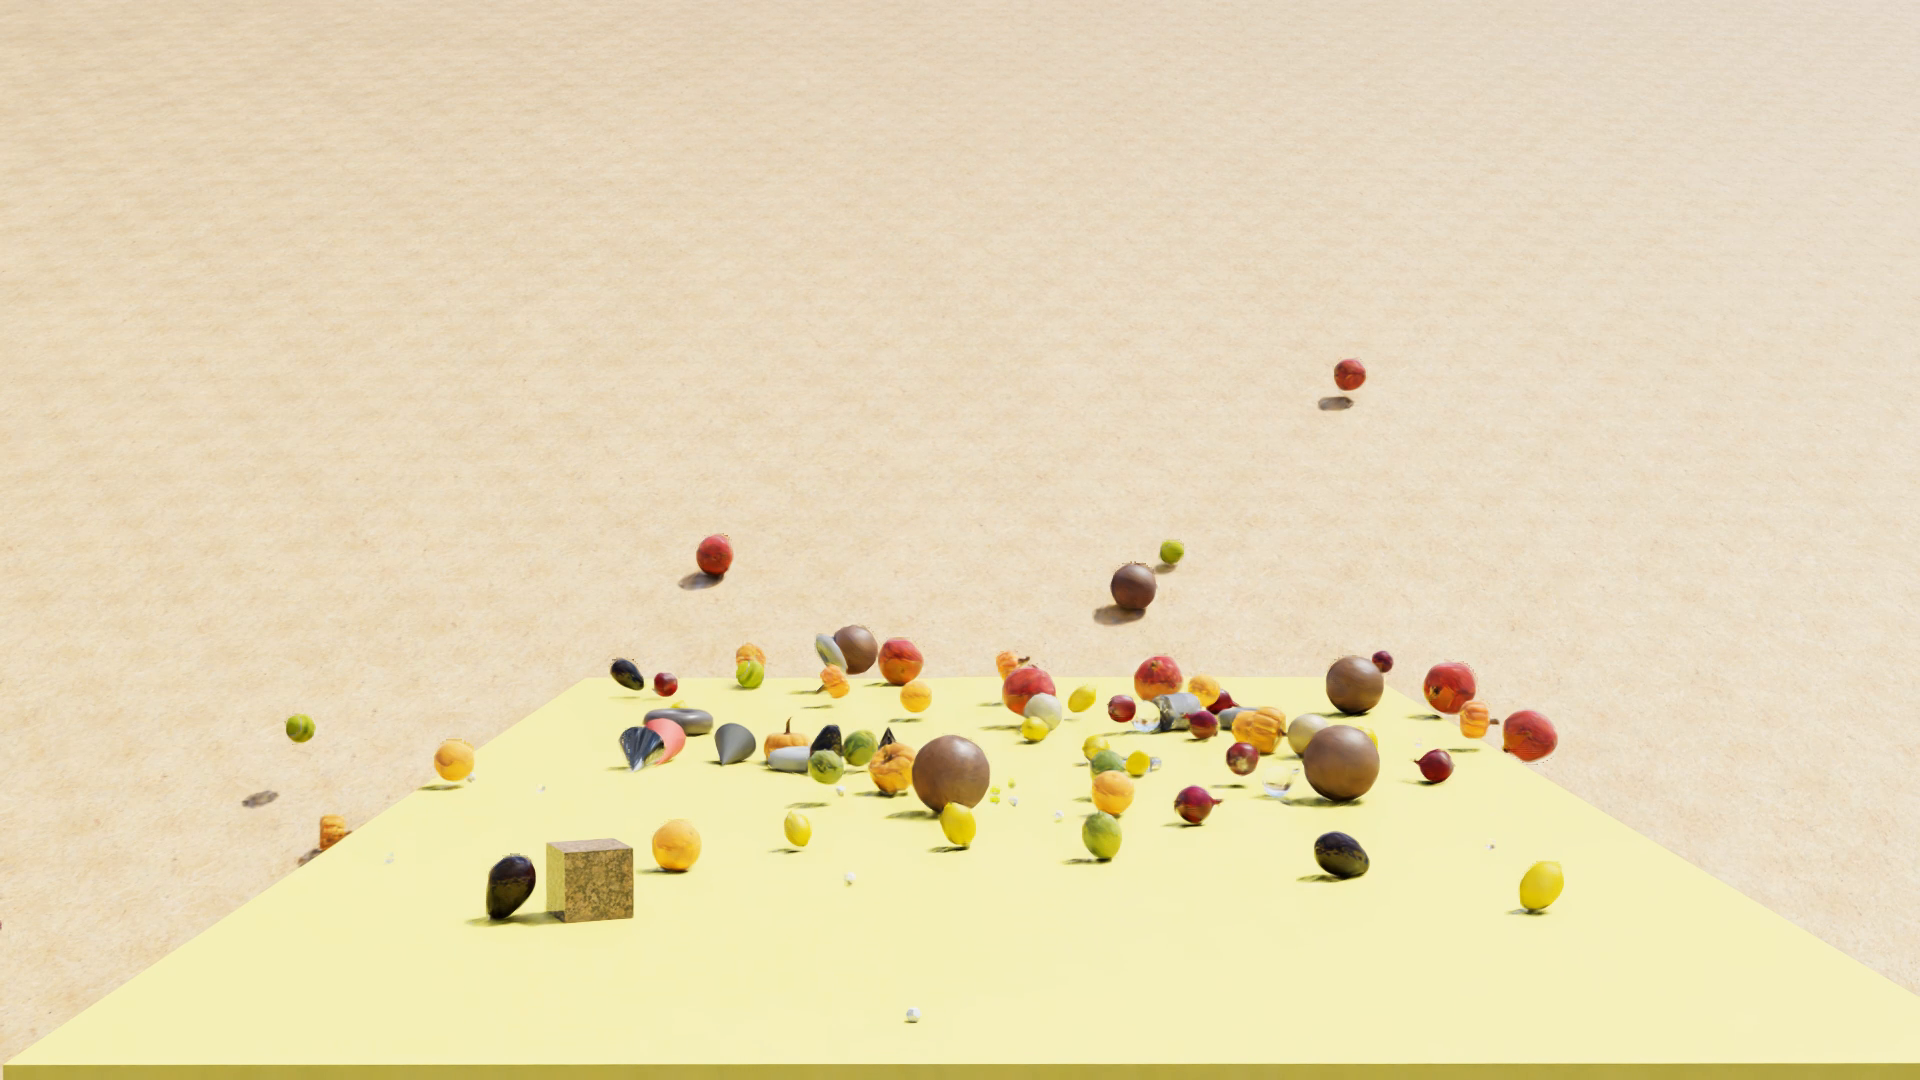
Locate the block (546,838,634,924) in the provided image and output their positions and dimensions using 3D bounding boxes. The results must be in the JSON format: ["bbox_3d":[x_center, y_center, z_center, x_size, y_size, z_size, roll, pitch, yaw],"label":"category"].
[{"bbox_3d":[-0.478,0.439,3.321,0.091,0.091,0.091,-1,3,-24],"label":"block"}]

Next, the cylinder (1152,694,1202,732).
[{"bbox_3d":[0.450,0.359,5.374,0.077,0.077,0.077,0,19,-37],"label":"cylinder"}]

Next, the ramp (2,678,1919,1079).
[{"bbox_3d":[0.053,0.483,4.539,2.000,0.100,4.000,0,2,0],"label":"ramp"}]

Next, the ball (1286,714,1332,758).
[{"bbox_3d":[0.668,0.374,4.925,0.084,0.084,0.084,0,23,0],"label":"ball"}]

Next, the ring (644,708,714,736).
[{"bbox_3d":[-0.581,0.377,5.319,0.148,0.049,0.148,1,2,0],"label":"ring"}]

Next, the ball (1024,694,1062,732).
[{"bbox_3d":[0.172,0.359,5.341,0.081,0.081,0.081,0,23,0],"label":"ball"}]

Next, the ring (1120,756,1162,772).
[{"bbox_3d":[0.333,0.411,4.734,0.078,0.026,0.078,1,-1,0],"label":"ring"}]

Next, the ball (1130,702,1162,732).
[{"bbox_3d":[0.385,0.367,5.342,0.065,0.065,0.065,0,23,0],"label":"ball"}]

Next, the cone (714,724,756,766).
[{"bbox_3d":[-0.435,0.402,4.841,0.083,0.083,0.083,5,30,12],"label":"cone"}]

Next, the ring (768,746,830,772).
[{"bbox_3d":[-0.297,0.405,4.759,0.115,0.038,0.115,-1,2,0],"label":"ring"}]

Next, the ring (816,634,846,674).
[{"bbox_3d":[-0.309,0.275,6.174,0.036,0.109,0.109,-32,33,-15],"label":"ring"}]

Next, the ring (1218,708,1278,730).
[{"bbox_3d":[0.603,0.376,5.405,0.126,0.042,0.126,0,1,0],"label":"ring"}]

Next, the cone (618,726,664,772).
[{"bbox_3d":[-0.596,0.405,4.750,0.088,0.088,0.088,2,29,5],"label":"cone"}]

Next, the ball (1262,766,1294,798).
[{"bbox_3d":[0.542,0.412,4.390,0.053,0.053,0.053,0,23,0],"label":"ball"}]

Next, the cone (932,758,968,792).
[{"bbox_3d":[-0.014,0.422,4.475,0.063,0.063,0.063,-3,46,-8],"label":"cone"}]

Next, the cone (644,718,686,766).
[{"bbox_3d":[-0.565,0.400,4.847,0.091,0.091,0.091,-1,29,-1],"label":"cone"}]

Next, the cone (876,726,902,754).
[{"bbox_3d":[-0.139,0.387,5.006,0.053,0.053,0.053,0,2,0],"label":"cone"}]
